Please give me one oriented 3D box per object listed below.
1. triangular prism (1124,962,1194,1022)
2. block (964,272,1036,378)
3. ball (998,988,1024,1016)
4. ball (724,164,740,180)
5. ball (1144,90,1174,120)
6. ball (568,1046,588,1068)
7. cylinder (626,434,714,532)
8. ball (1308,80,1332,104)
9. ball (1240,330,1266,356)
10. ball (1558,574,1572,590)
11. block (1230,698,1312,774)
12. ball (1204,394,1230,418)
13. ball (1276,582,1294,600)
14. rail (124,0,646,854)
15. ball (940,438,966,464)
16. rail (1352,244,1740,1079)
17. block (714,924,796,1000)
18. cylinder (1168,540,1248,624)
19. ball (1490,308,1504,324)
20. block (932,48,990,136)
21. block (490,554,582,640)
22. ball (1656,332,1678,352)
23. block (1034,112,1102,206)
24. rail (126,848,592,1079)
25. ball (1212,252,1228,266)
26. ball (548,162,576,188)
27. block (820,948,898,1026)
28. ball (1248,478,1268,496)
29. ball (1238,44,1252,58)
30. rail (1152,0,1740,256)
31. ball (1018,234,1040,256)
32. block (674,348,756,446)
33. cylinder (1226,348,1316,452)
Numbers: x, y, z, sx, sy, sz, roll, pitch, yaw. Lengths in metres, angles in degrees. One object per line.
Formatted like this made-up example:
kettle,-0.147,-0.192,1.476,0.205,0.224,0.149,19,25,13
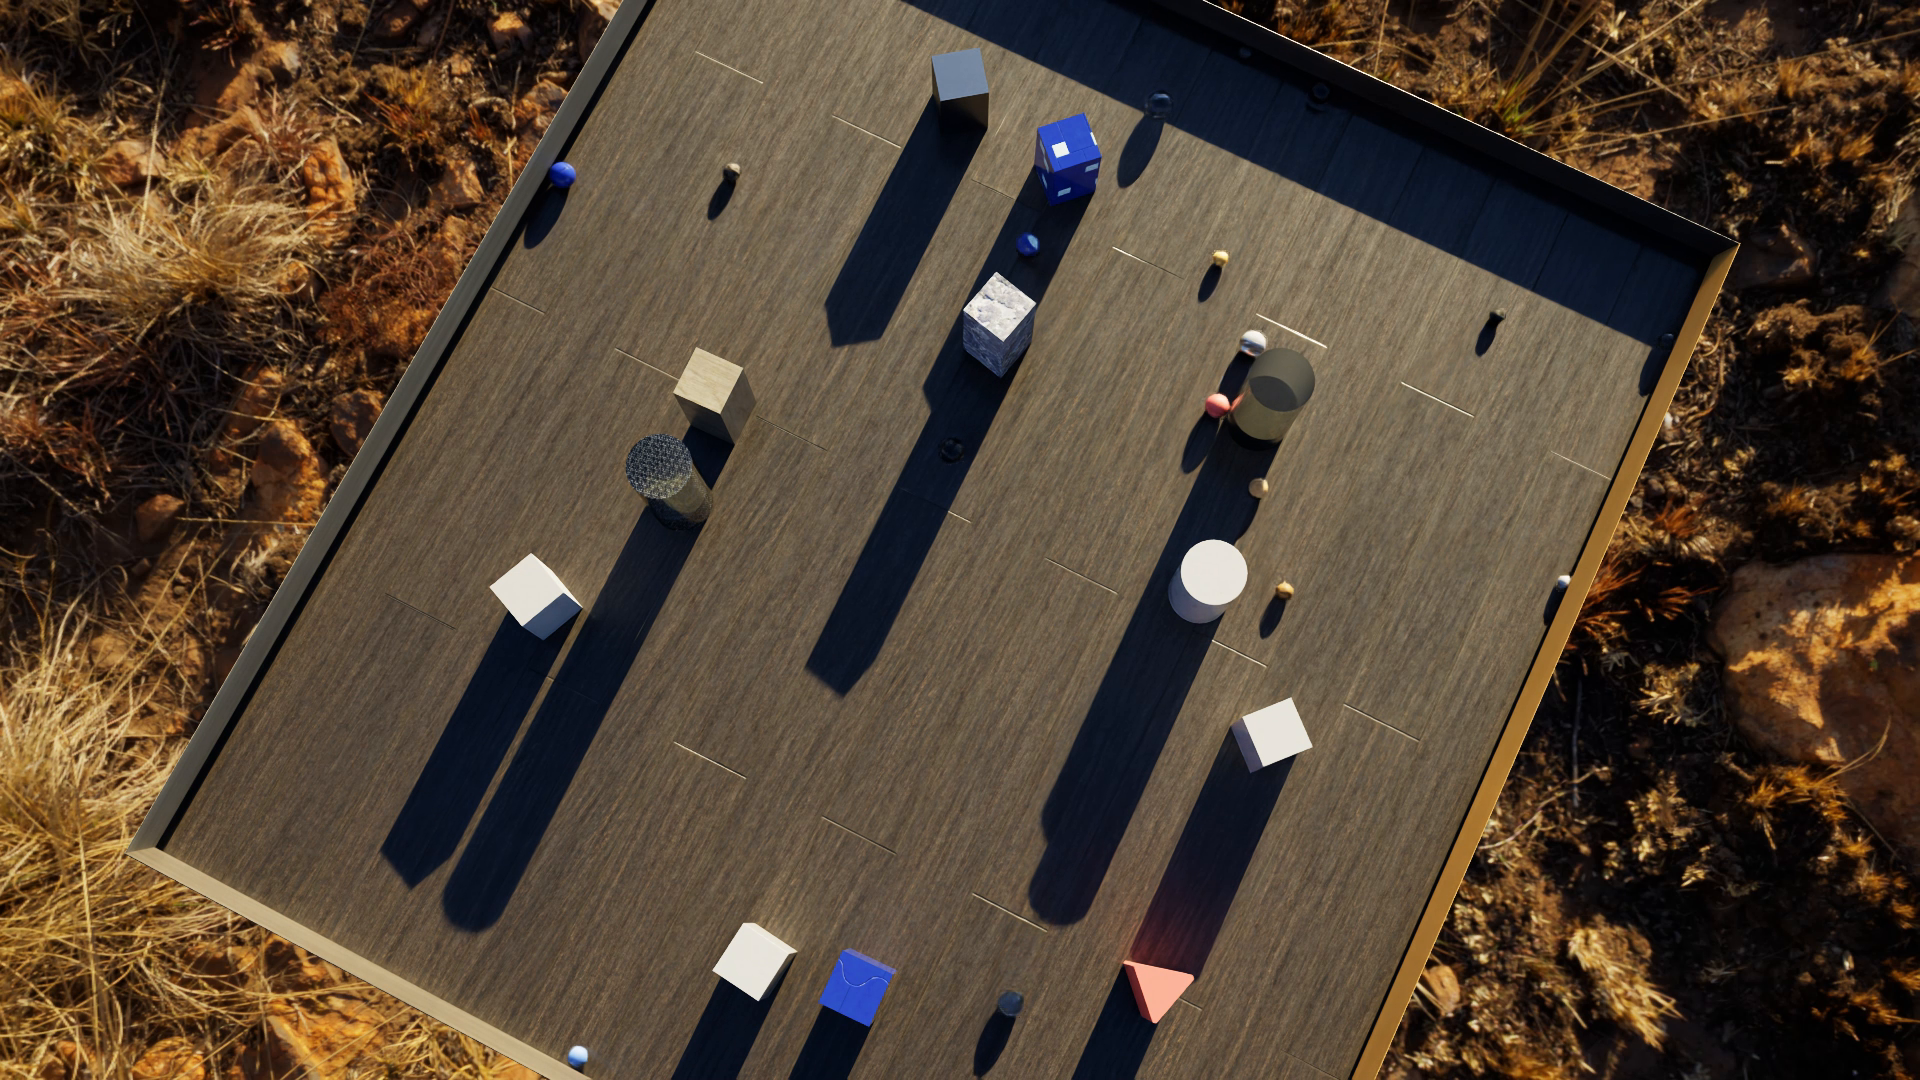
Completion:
triangular prism,0.533,1.247,5.190,0.143,0.331,0.165,41,81,8
block,0.117,-0.647,5.561,0.152,0.372,0.152,39,81,7
ball,0.149,1.338,5.300,0.077,0.077,0.077,0,78,0
ball,-0.725,-1.170,5.830,0.055,0.055,0.055,0,78,0
ball,0.638,-1.389,5.855,0.095,0.095,0.095,0,78,0
ball,-1.099,1.489,5.279,0.057,0.057,0.057,0,78,0
cylinder,-0.855,-0.164,5.423,0.190,0.445,0.190,0,78,0
ball,1.157,-1.436,5.875,0.075,0.075,0.075,0,78,0
ball,0.912,-0.612,5.703,0.079,0.079,0.079,0,78,0
ball,1.838,0.130,5.565,0.048,0.048,0.048,0,78,0
block,0.910,0.575,5.373,0.152,0.244,0.152,-21,79,-4
ball,0.795,-0.414,5.664,0.075,0.075,0.075,0,78,0
ball,0.984,0.155,5.558,0.052,0.052,0.052,0,78,0
rail,-1.542,-0.748,5.707,0.045,0.124,3.833,26,80,5
ball,-0.023,-0.275,5.633,0.079,0.079,0.079,0,78,0
rail,1.542,0.761,5.395,0.045,0.124,3.833,26,80,5
block,-0.580,1.200,5.223,0.152,0.285,0.152,32,80,6
cylinder,0.729,0.127,5.420,0.190,0.333,0.190,0,78,0
ball,1.681,-0.701,5.738,0.046,0.046,0.046,0,78,0
block,0.000,-1.409,5.774,0.152,0.262,0.152,-11,79,-2
block,-1.255,0.171,5.440,0.152,0.275,0.152,-40,81,-8
ball,2.204,-0.619,5.713,0.062,0.062,0.062,0,78,0
block,0.334,-1.185,5.721,0.152,0.275,0.152,-19,79,-4
rail,-0.846,1.664,5.208,3.494,0.124,0.045,26,80,5
ball,0.821,-0.885,5.775,0.049,0.049,0.049,0,78,0
ball,-1.261,-1.157,5.813,0.084,0.084,0.084,0,78,0
block,-0.284,1.258,5.167,0.152,0.371,0.152,24,79,5
ball,0.914,-0.161,5.620,0.059,0.059,0.059,0,78,0
ball,0.922,-1.578,5.919,0.046,0.046,0.046,0,78,0
rail,0.846,-1.651,5.894,3.494,0.124,0.045,26,80,5
ball,0.217,-0.929,5.772,0.072,0.072,0.072,0,78,0
block,-0.734,-0.429,5.520,0.152,0.362,0.152,24,79,5
cylinder,0.922,-0.413,5.470,0.190,0.454,0.190,0,78,0
